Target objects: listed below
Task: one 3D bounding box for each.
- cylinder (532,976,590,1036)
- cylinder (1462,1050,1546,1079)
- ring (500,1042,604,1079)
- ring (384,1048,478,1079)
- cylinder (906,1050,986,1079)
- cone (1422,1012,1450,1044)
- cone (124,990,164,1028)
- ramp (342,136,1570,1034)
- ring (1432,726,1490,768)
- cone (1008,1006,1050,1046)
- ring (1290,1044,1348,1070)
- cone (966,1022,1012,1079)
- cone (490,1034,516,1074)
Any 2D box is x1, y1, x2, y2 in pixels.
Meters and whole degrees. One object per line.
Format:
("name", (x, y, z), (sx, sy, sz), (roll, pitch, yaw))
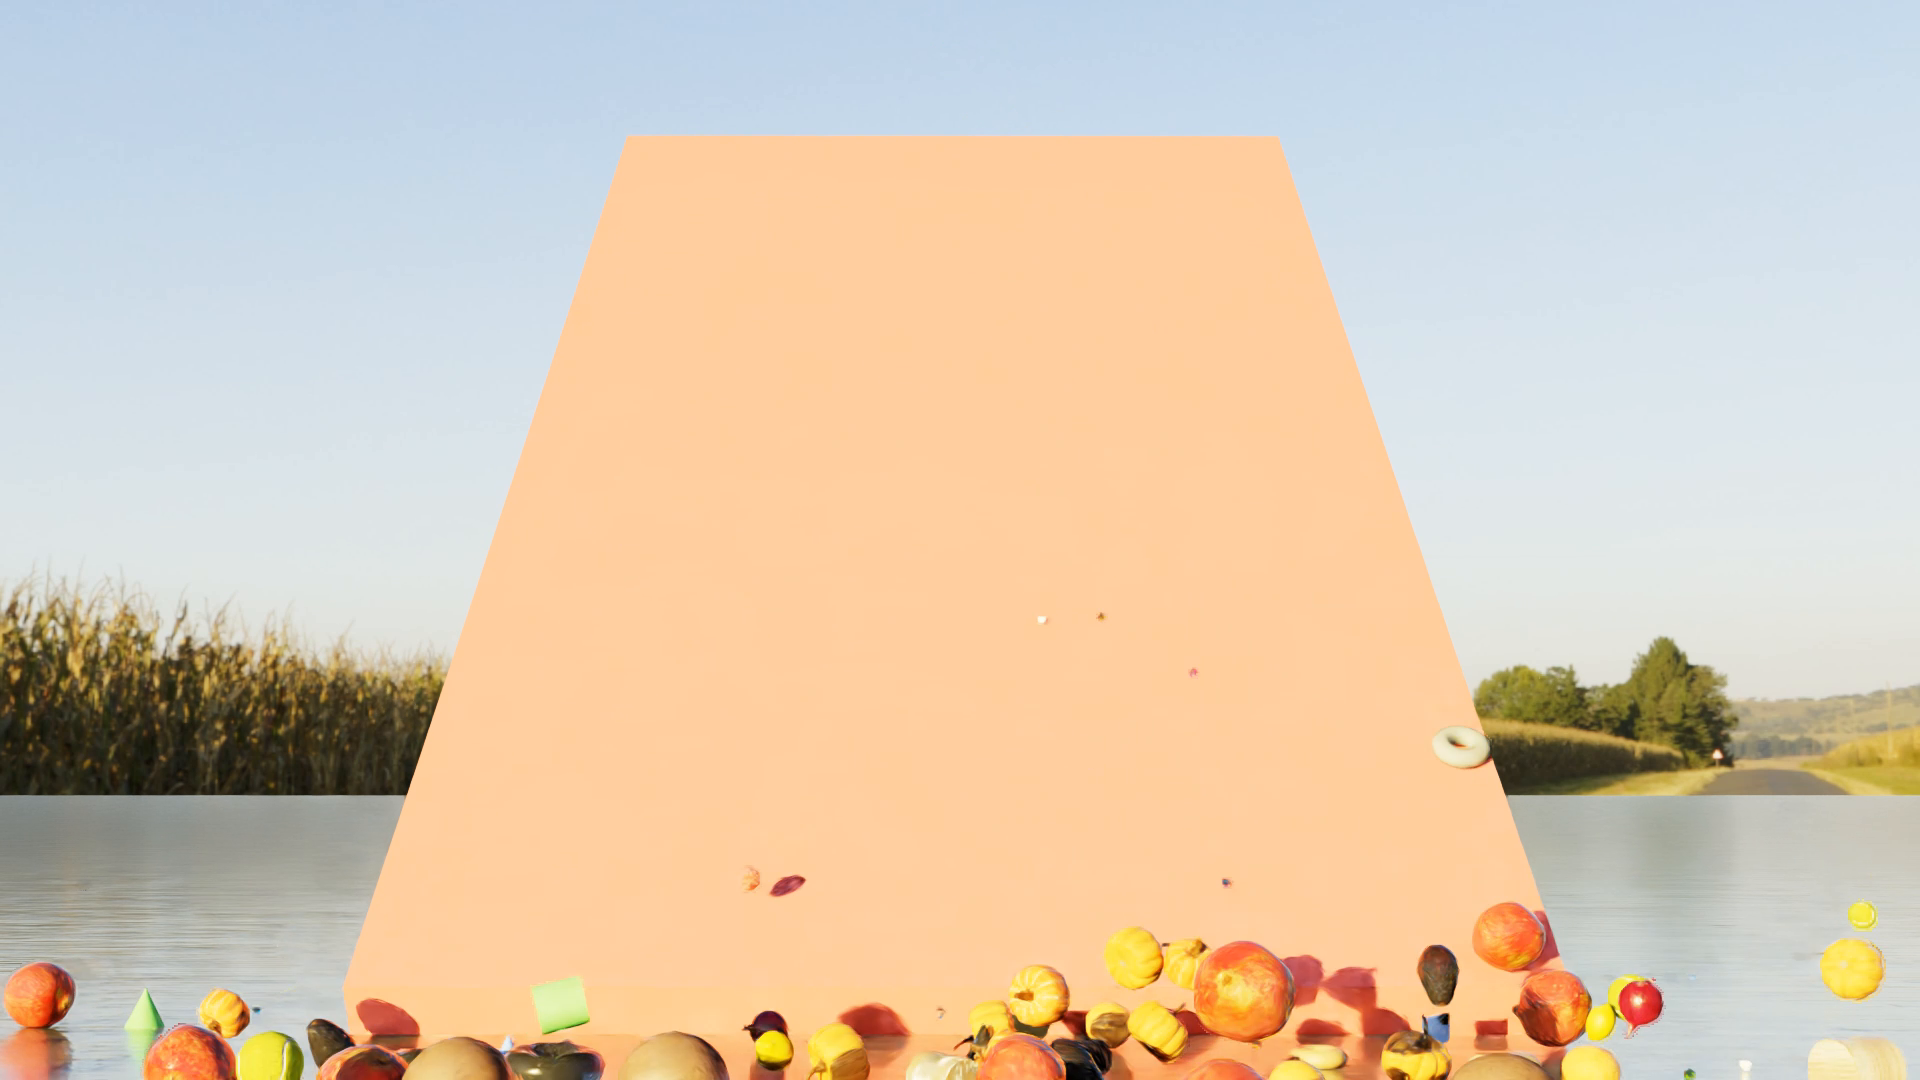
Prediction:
("cylinder", (-0.547, 0.638, 3.303), (0.066, 0.066, 0.066), (-13, -3, -12))
("cylinder", (0.680, 0.679, 3.012), (0.074, 0.074, 0.074), (5, -8, -39))
("ring", (-0.560, 0.723, 3.310), (0.143, 0.048, 0.143), (1, -2, 0))
("ring", (-0.735, 0.730, 3.348), (0.127, 0.042, 0.127), (0, -7, 0))
("cylinder", (-0.017, 0.659, 2.921), (0.070, 0.070, 0.070), (5, -4, -42))
("cone", (0.752, 0.748, 3.748), (0.050, 0.050, 0.050), (2, -43, -23))
("cone", (-1.388, 0.796, 4.104), (0.066, 0.066, 0.066), (0, -6, 0))
("ramp", (-0.013, -0.213, 5.687), (2.000, 0.100, 4.000), (0, 30, 0))
("ring", (0.937, 0.386, 4.496), (0.109, 0.036, 0.109), (2, 33, -1))
("cone", (0.101, 0.757, 3.823), (0.067, 0.067, 0.067), (1, 13, -14))
("ring", (0.523, 0.754, 3.513), (0.084, 0.028, 0.084), (-1, -5, 0))
("cone", (0.033, 0.709, 3.342), (0.082, 0.082, 0.082), (0, -6, 0))
("cone", (-0.648, 0.735, 3.453), (0.054, 0.054, 0.054), (0, -6, 0))
